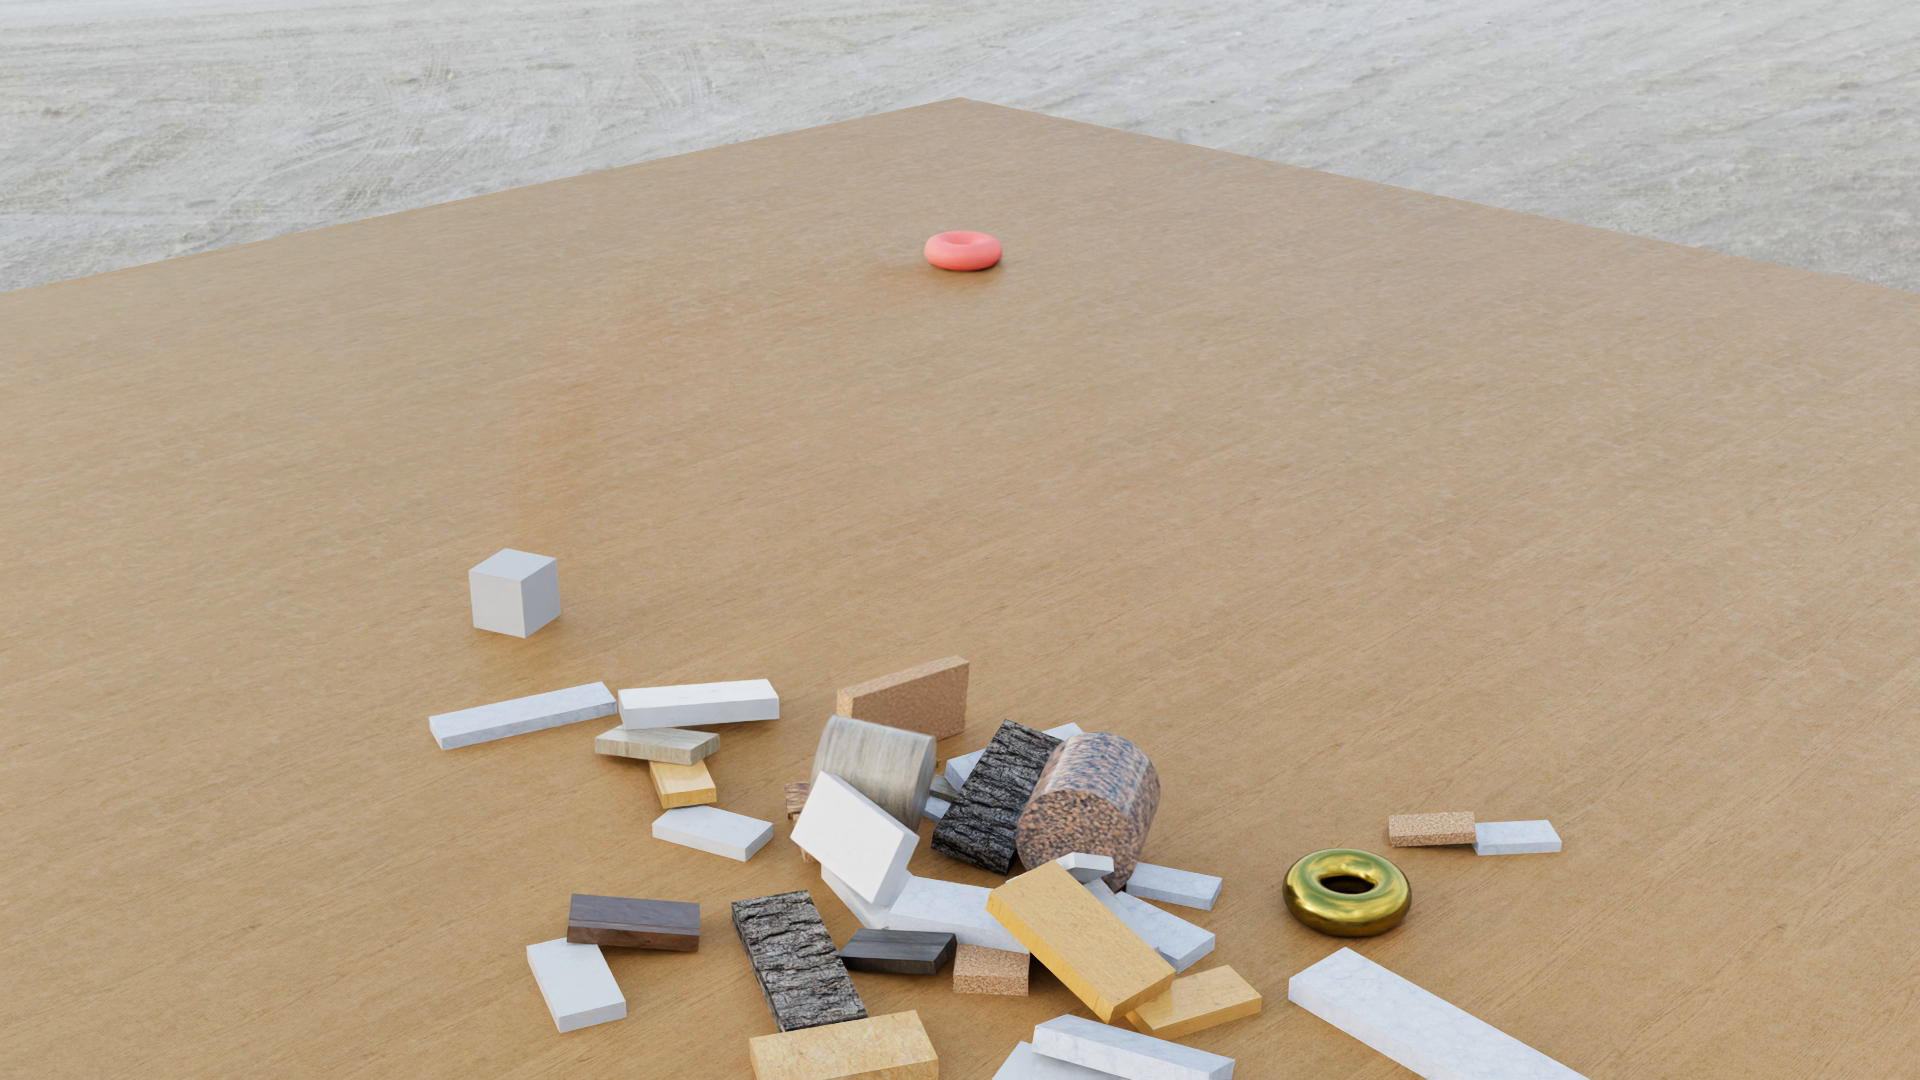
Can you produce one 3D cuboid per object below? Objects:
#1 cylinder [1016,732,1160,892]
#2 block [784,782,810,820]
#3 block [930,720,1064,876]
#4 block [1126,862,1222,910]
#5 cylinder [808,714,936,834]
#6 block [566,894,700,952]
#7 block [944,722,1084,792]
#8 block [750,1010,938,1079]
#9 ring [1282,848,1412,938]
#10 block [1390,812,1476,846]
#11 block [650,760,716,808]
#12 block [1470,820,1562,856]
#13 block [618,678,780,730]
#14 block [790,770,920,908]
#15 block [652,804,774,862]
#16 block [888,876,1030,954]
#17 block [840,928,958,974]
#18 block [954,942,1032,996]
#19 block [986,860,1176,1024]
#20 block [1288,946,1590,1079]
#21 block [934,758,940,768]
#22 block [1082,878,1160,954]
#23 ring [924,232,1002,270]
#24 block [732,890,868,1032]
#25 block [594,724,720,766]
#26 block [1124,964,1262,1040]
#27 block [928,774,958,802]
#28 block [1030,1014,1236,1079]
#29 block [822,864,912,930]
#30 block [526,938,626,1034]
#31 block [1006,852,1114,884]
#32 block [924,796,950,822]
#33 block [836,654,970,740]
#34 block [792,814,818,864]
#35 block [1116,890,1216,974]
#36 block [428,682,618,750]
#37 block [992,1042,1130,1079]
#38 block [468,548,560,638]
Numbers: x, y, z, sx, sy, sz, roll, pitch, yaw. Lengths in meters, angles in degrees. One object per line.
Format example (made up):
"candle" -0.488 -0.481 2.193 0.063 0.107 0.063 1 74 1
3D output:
"cylinder" 0.249 0.527 4.220 0.235 0.235 0.235 6 24 14
"block" -0.277 0.524 4.464 0.153 0.022 0.076 -4 44 -9
"block" 0.091 0.509 4.390 0.158 0.045 0.389 19 36 13
"block" 0.407 0.658 4.180 0.166 0.023 0.083 8 24 19
"cylinder" -0.172 0.468 4.365 0.206 0.206 0.206 12 25 9
"block" -0.595 0.699 4.018 0.236 0.033 0.118 6 19 -9
"block" 0.145 0.478 4.525 0.316 0.045 0.158 -14 41 -30
"block" -0.195 0.865 3.669 0.289 0.041 0.144 -7 24 -15
"ring" 0.723 0.658 4.110 0.240 0.080 0.240 -1 24 1
"block" 0.934 0.572 4.351 0.166 0.023 0.083 -5 22 12
"block" -0.569 0.495 4.508 0.108 0.030 0.215 -6 14 -14
"block" 1.093 0.588 4.345 0.166 0.023 0.083 -2 23 -5
"block" -0.572 0.358 4.799 0.331 0.047 0.166 -3 11 -13
"block" -0.201 0.562 4.155 0.041 0.144 0.289 21 5 -41
"block" -0.490 0.576 4.364 0.215 0.030 0.108 11 25 24
"block" 0.017 0.682 4.010 0.264 0.037 0.132 7 24 15
"block" -0.112 0.737 3.942 0.193 0.027 0.096 -2 20 25
"block" 0.064 0.732 3.989 0.132 0.037 0.264 2 23 4
"block" 0.210 0.701 3.860 0.158 0.045 0.316 -20 46 -39
"block" 0.814 0.848 3.707 0.151 0.043 0.551 -19 29 -37
"block" -0.098 0.477 4.617 0.109 0.015 0.054 -21 30 -40
"block" 0.261 0.708 3.991 0.109 0.031 0.219 -24 36 -16
"ring" 0.012 -1.075 8.175 0.289 0.096 0.289 1 23 0
"block" -0.291 0.758 3.921 0.144 0.041 0.415 -7 24 -17
"block" -0.640 0.430 4.650 0.236 0.033 0.118 4 13 25
"block" 0.402 0.806 3.822 0.219 0.031 0.109 -11 25 -24
"block" -0.007 0.515 4.492 0.109 0.015 0.054 17 32 8
"block" 0.286 0.850 3.626 0.301 0.043 0.151 10 0 23
"block" -0.146 0.666 4.144 0.132 0.037 0.264 -12 26 -26
"block" -0.678 0.779 3.882 0.118 0.033 0.236 -10 25 -21
"block" 0.184 0.623 4.068 0.096 0.027 0.193 13 -31 -37
"block" -0.036 0.550 4.444 0.054 0.015 0.109 -21 30 -40
"block" -0.122 0.363 4.658 0.331 0.166 0.047 -15 28 -41
"block" -0.281 0.586 4.351 0.076 0.022 0.153 -5 23 -12
"block" 0.346 0.718 4.030 0.219 0.031 0.109 20 30 39
"block" -0.955 0.384 4.817 0.390 0.030 0.108 -11 25 -24
"block" 0.205 0.909 3.564 0.301 0.043 0.151 10 25 23
"block" -1.066 0.126 5.273 0.148 0.148 0.148 10 25 23
